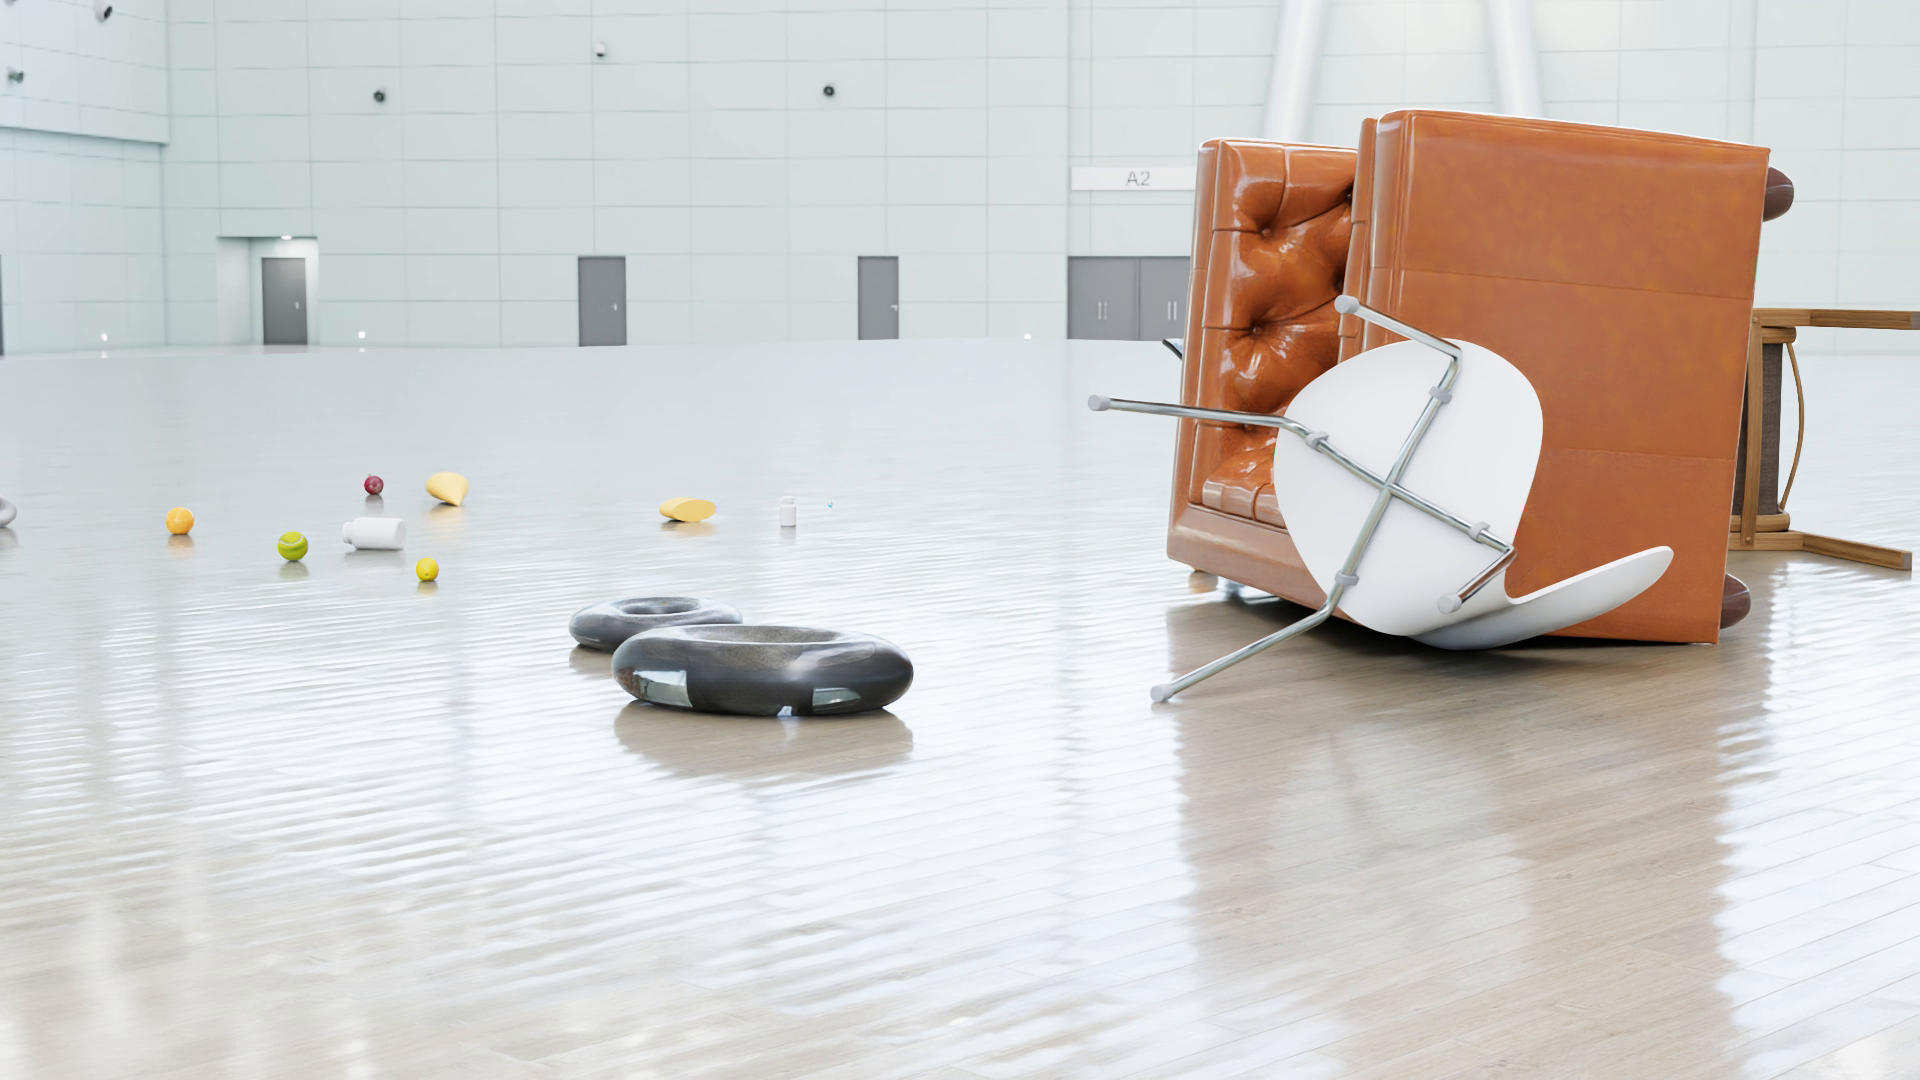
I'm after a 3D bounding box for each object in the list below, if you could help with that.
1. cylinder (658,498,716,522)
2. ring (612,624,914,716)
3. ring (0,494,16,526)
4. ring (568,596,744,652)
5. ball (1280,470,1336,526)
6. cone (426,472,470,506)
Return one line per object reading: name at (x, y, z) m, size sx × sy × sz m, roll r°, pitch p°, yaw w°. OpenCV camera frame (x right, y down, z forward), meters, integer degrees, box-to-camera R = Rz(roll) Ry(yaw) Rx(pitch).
cylinder at (-0.736, -0.083, 6.934) m, size 0.130 × 0.058 × 0.092 m, roll -6°, pitch 8°, yaw -30°
ring at (-0.307, 0.199, 3.962) m, size 0.506 × 0.109 × 0.324 m, roll 2°, pitch 5°, yaw 25°
ring at (-2.554, -0.079, 6.736) m, size 0.150 × 0.094 × 0.078 m, roll 11°, pitch -15°, yaw -43°
ring at (-0.549, 0.151, 4.634) m, size 0.314 × 0.066 × 0.389 m, roll -1°, pitch 6°, yaw -1°
ball at (0.916, -0.111, 6.757) m, size 0.150 × 0.150 × 0.150 m, roll 0°, pitch 6°, yaw 0°
cone at (-1.467, -0.127, 7.428) m, size 0.128 × 0.089 × 0.169 m, roll 7°, pitch 18°, yaw -25°
